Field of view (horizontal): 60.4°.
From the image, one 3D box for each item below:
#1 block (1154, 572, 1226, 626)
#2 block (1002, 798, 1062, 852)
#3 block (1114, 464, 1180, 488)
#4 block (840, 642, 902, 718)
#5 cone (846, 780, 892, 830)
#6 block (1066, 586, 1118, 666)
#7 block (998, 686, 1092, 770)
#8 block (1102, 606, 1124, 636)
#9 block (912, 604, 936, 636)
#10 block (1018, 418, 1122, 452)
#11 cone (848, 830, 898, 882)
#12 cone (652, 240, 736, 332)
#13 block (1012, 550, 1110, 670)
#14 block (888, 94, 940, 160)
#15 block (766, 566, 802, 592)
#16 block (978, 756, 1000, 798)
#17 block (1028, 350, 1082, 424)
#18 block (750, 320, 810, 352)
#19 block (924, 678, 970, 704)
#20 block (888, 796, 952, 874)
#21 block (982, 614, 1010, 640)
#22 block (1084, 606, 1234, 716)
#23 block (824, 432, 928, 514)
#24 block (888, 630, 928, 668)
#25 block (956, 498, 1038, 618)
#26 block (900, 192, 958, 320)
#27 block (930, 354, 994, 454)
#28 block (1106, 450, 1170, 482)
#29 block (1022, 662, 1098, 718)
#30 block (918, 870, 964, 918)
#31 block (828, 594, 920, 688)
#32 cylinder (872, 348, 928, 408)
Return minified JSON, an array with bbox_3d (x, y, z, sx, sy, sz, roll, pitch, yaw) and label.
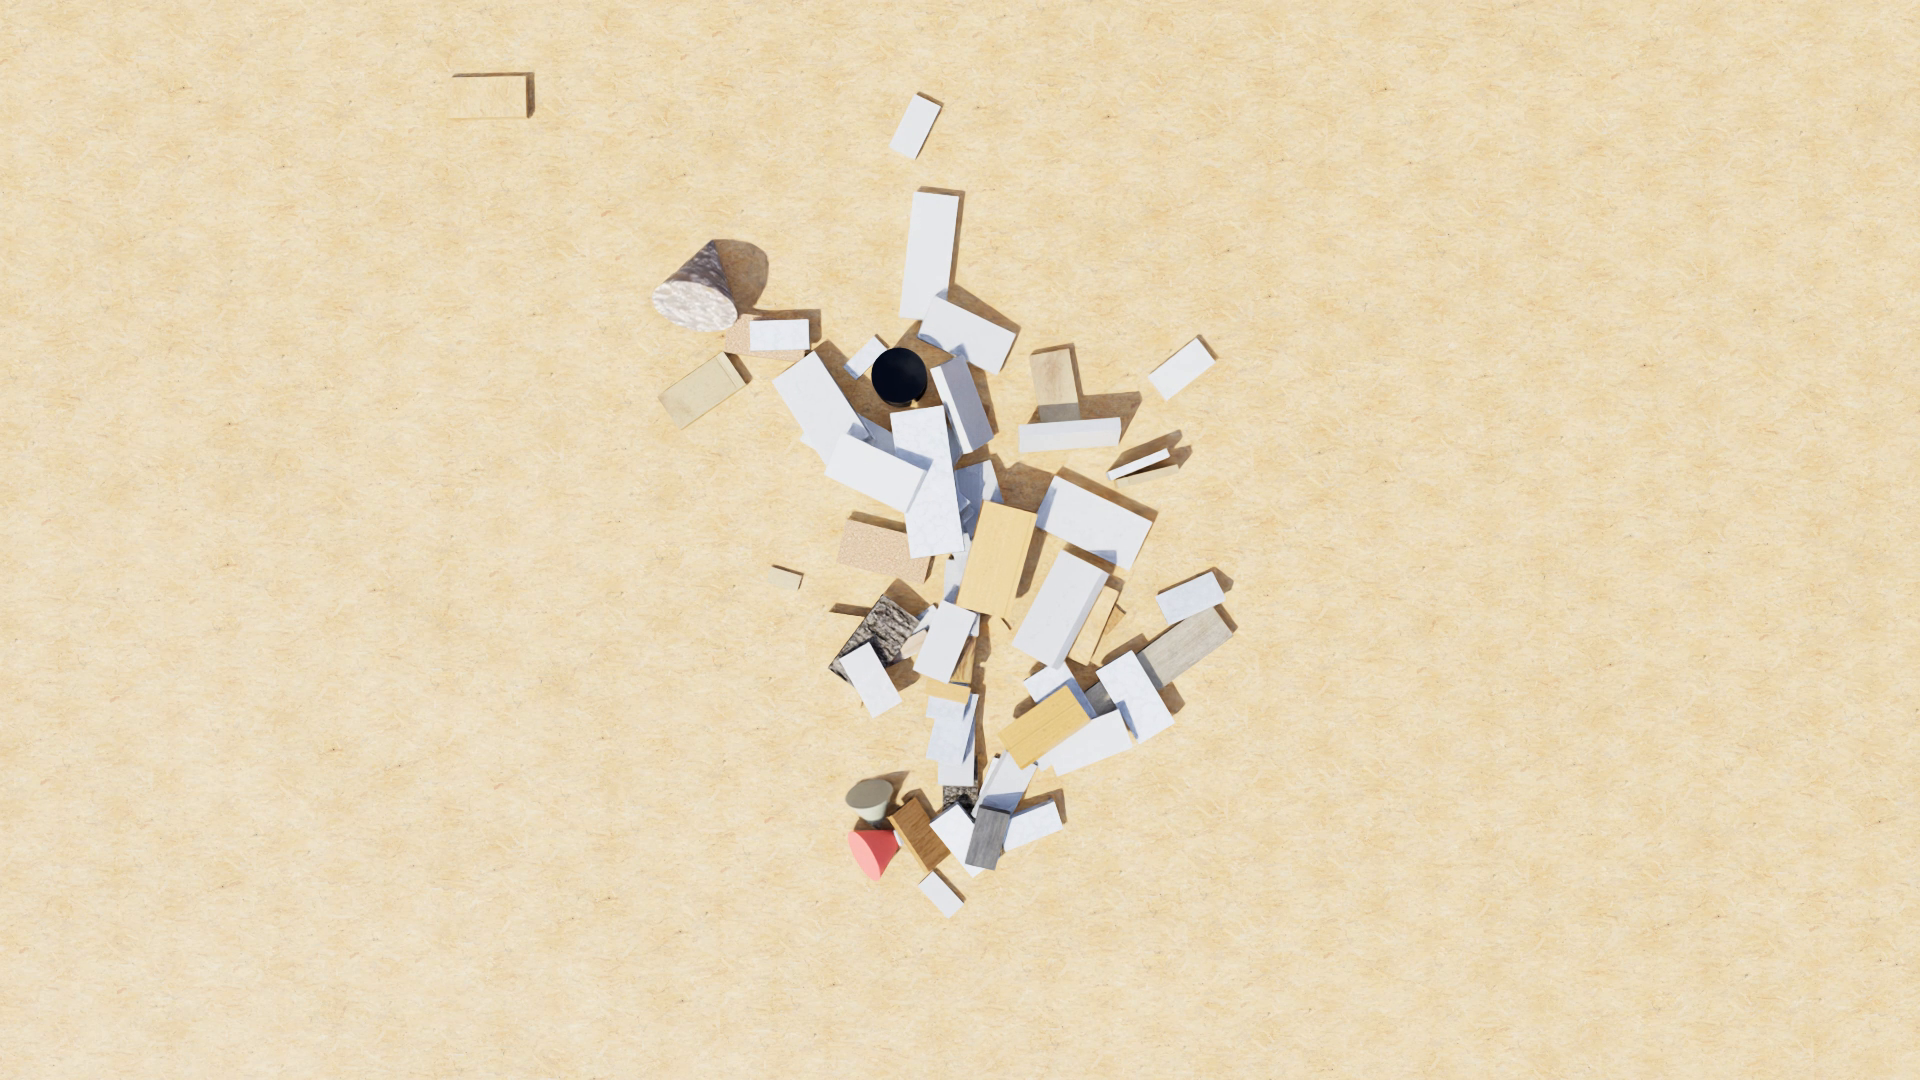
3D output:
[{"bbox_3d":[0.763,0.194,5.463,0.207,0.029,0.104,-24,62,0],"label":"block"},{"bbox_3d":[0.228,0.944,5.460,0.207,0.029,0.104,-20,106,-7],"label":"block"},{"bbox_3d":[0.615,-0.208,5.448,0.206,0.103,0.029,-14,90,0],"label":"block"},{"bbox_3d":[-0.292,0.458,5.400,0.112,0.032,0.223,-30,94,-5],"label":"block"},{"bbox_3d":[-0.283,0.906,5.464,0.160,0.160,0.160,-13,117,0],"label":"cone"},{"bbox_3d":[0.412,0.267,5.468,0.133,0.038,0.266,23,91,0],"label":"block"},{"bbox_3d":[0.274,0.611,5.371,0.278,0.039,0.139,-35,65,0],"label":"block"},{"bbox_3d":[0.502,0.269,5.493,0.046,0.013,0.093,42,90,0],"label":"block"},{"bbox_3d":[-0.120,0.271,5.492,0.115,0.016,0.058,-35,90,0],"label":"block"},{"bbox_3d":[0.358,-0.344,5.423,0.330,0.148,0.042,-4,73,0],"label":"block"},{"bbox_3d":[-0.242,1.001,5.459,0.185,0.185,0.185,-27,90,-27],"label":"cone"},{"bbox_3d":[-0.847,-0.882,5.438,0.278,0.278,0.278,9,63,0],"label":"cone"},{"bbox_3d":[0.329,0.229,5.426,0.179,0.051,0.357,28,90,37],"label":"block"},{"bbox_3d":[-0.150,-1.372,5.486,0.097,0.027,0.194,26,90,0],"label":"block"},{"bbox_3d":[-0.586,0.130,5.492,0.108,0.015,0.054,17,90,0],"label":"block"},{"bbox_3d":[0.118,0.801,5.490,0.071,0.020,0.142,22,90,0],"label":"block"},{"bbox_3d":[0.318,-0.491,5.481,0.133,0.038,0.266,-10,90,0],"label":"block"},{"bbox_3d":[-0.595,-0.676,5.449,0.194,0.027,0.097,-2,90,0],"label":"block"},{"bbox_3d":[-0.042,0.496,5.412,0.146,0.015,0.054,13,72,2],"label":"block"},{"bbox_3d":[-0.132,0.974,5.450,0.112,0.032,0.223,-35,93,-35],"label":"block"},{"bbox_3d":[0.121,0.279,5.493,0.046,0.013,0.093,-36,90,0],"label":"block"},{"bbox_3d":[0.611,0.447,5.480,0.633,0.039,0.139,-36,90,0],"label":"block"},{"bbox_3d":[-0.273,-0.217,5.311,0.300,0.042,0.150,25,95,12],"label":"block"},{"bbox_3d":[-0.177,0.360,5.480,0.172,0.016,0.058,-28,90,8],"label":"block"},{"bbox_3d":[0.117,0.062,5.364,0.179,0.051,0.357,14,98,-5],"label":"block"},{"bbox_3d":[-0.103,-0.938,5.479,0.150,0.042,0.417,7,90,0],"label":"block"},{"bbox_3d":[0.009,-0.445,5.397,0.042,0.148,0.296,-13,103,36],"label":"block"},{"bbox_3d":[0.586,-0.248,5.448,0.206,0.103,0.029,-22,90,0],"label":"block"},{"bbox_3d":[0.350,0.556,5.439,0.152,0.043,0.303,-32,90,0],"label":"block"},{"bbox_3d":[-0.064,1.180,5.490,0.071,0.020,0.150,-43,90,0],"label":"block"},{"bbox_3d":[-0.284,0.345,5.437,0.152,0.043,0.303,37,87,-6],"label":"block"},{"bbox_3d":[-0.197,-0.531,5.410,0.180,0.180,0.180,0,90,0],"label":"cylinder"}]
